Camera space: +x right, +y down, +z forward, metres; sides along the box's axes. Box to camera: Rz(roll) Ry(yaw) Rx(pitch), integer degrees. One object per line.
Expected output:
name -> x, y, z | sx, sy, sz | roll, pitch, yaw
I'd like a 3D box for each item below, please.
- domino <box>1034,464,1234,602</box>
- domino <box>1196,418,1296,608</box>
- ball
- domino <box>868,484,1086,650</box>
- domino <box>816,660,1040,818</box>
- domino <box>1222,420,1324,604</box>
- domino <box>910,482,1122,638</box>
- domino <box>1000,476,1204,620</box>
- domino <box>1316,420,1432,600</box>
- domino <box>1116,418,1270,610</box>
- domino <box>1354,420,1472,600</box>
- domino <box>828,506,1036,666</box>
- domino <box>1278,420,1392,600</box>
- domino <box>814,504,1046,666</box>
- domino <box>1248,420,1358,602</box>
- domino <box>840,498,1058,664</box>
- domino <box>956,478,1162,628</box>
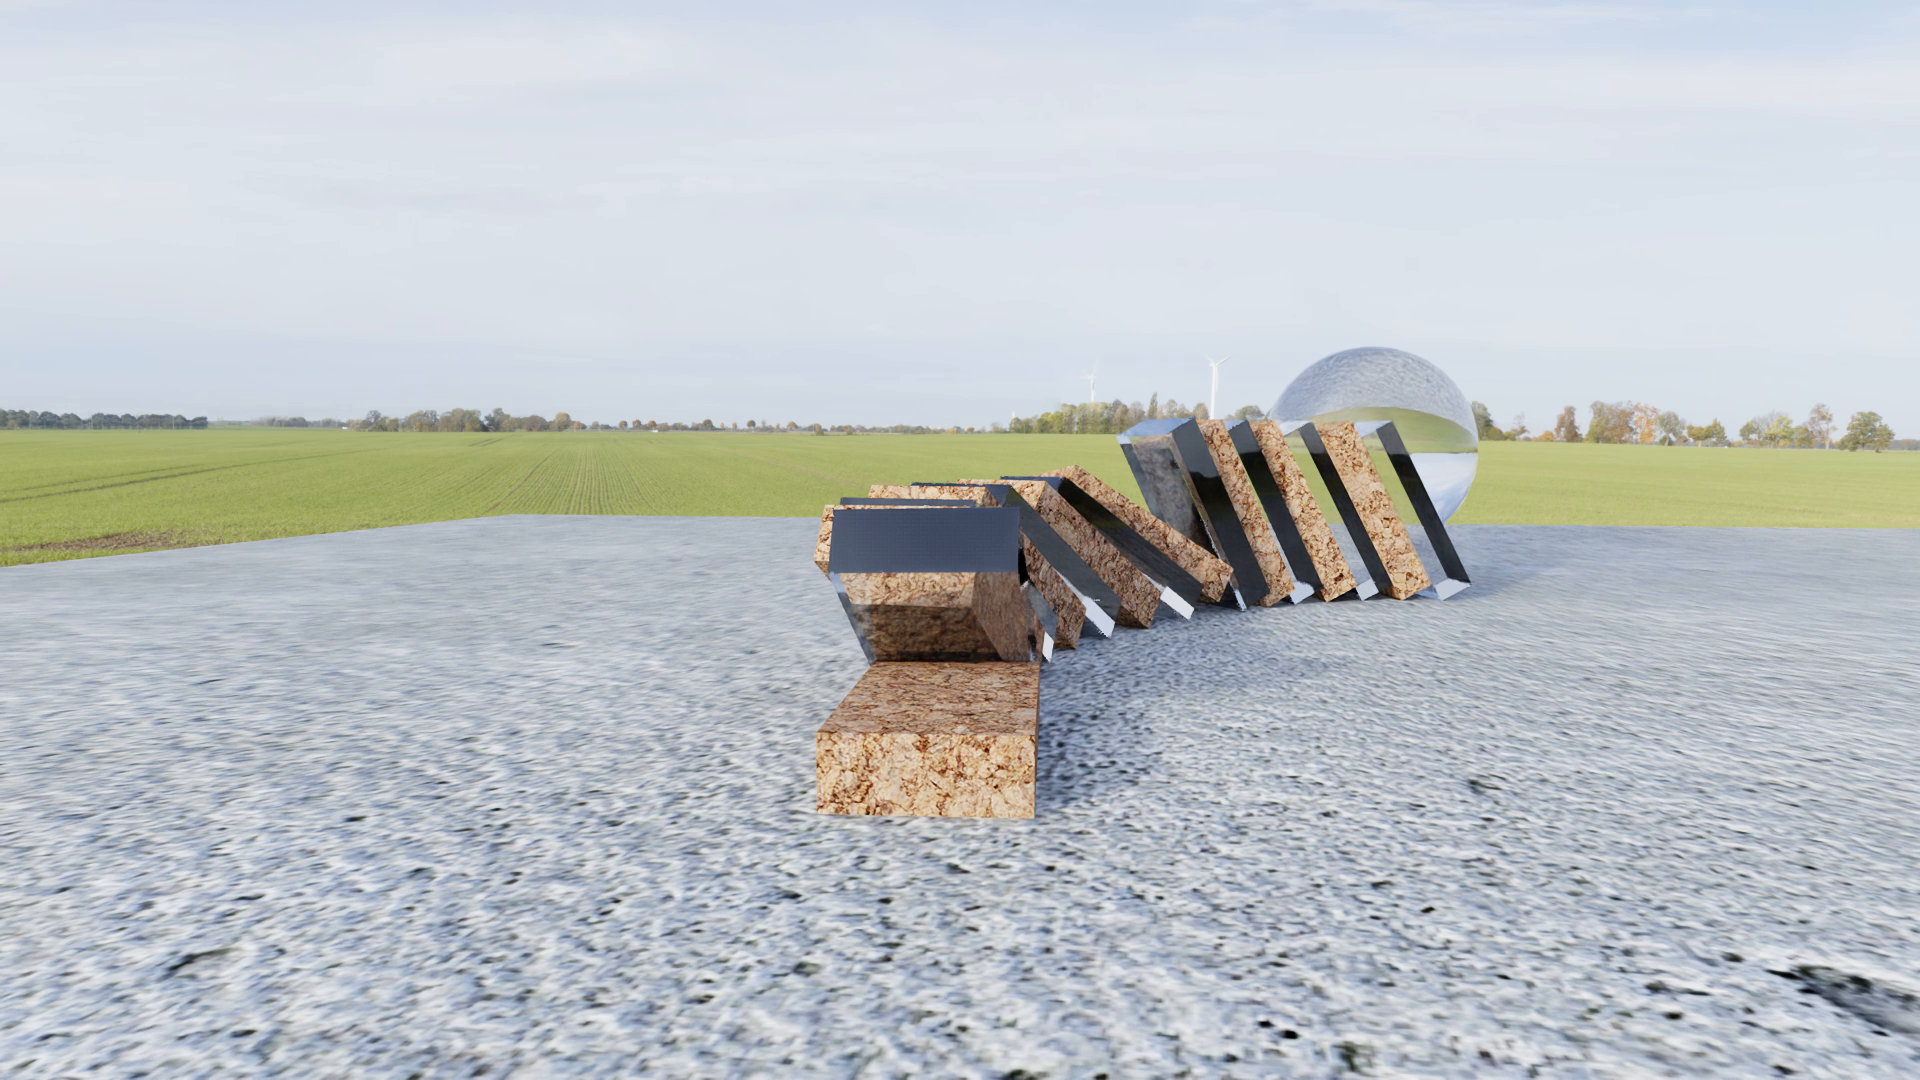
domino -> 0.041, 0.000, 0.321 | 0.050, 0.009, 0.025 | 32, -15, -18
domino -> 0.069, -0.007, 0.341 | 0.010, 0.050, 0.025 | -30, 13, -16
ball -> 0.158, -0.035, 0.498 | 0.080, 0.080, 0.080 | 0, 4, 0
domino -> 0.004, 0.006, 0.255 | 0.025, 0.009, 0.050 | 3, -27, 31
domino -> -0.002, 0.025, 0.171 | 0.025, 0.010, 0.050 | 0, 4, 4
domino -> 0.079, -0.008, 0.349 | 0.010, 0.050, 0.025 | -29, 10, -10
domino -> 0.011, 0.005, 0.273 | 0.025, 0.009, 0.050 | 3, -27, 38
domino -> 0.032, 0.002, 0.306 | 0.050, 0.010, 0.025 | 35, -16, -30
domino -> 0.112, -0.009, 0.359 | 0.009, 0.050, 0.025 | -28, 5, -1
domino -> 0.060, -0.007, 0.333 | 0.009, 0.050, 0.025 | -30, 13, -17
domino -> 0.123, -0.009, 0.358 | 0.010, 0.050, 0.025 | -28, 5, -1
domino -> -0.002, 0.011, 0.192 | 0.025, 0.009, 0.050 | -1, -26, 6
domino -> 0.101, -0.009, 0.359 | 0.010, 0.050, 0.025 | -28, 5, -1
domino -> -0.003, 0.010, 0.214 | 0.025, 0.009, 0.050 | 1, -25, 17
domino -> 0.091, -0.008, 0.355 | 0.010, 0.050, 0.025 | -28, 5, -1
domino -> -0.001, 0.008, 0.235 | 0.025, 0.010, 0.050 | 2, -26, 22
domino -> 0.022, 0.004, 0.289 | 0.025, 0.010, 0.050 | 4, -26, 43
